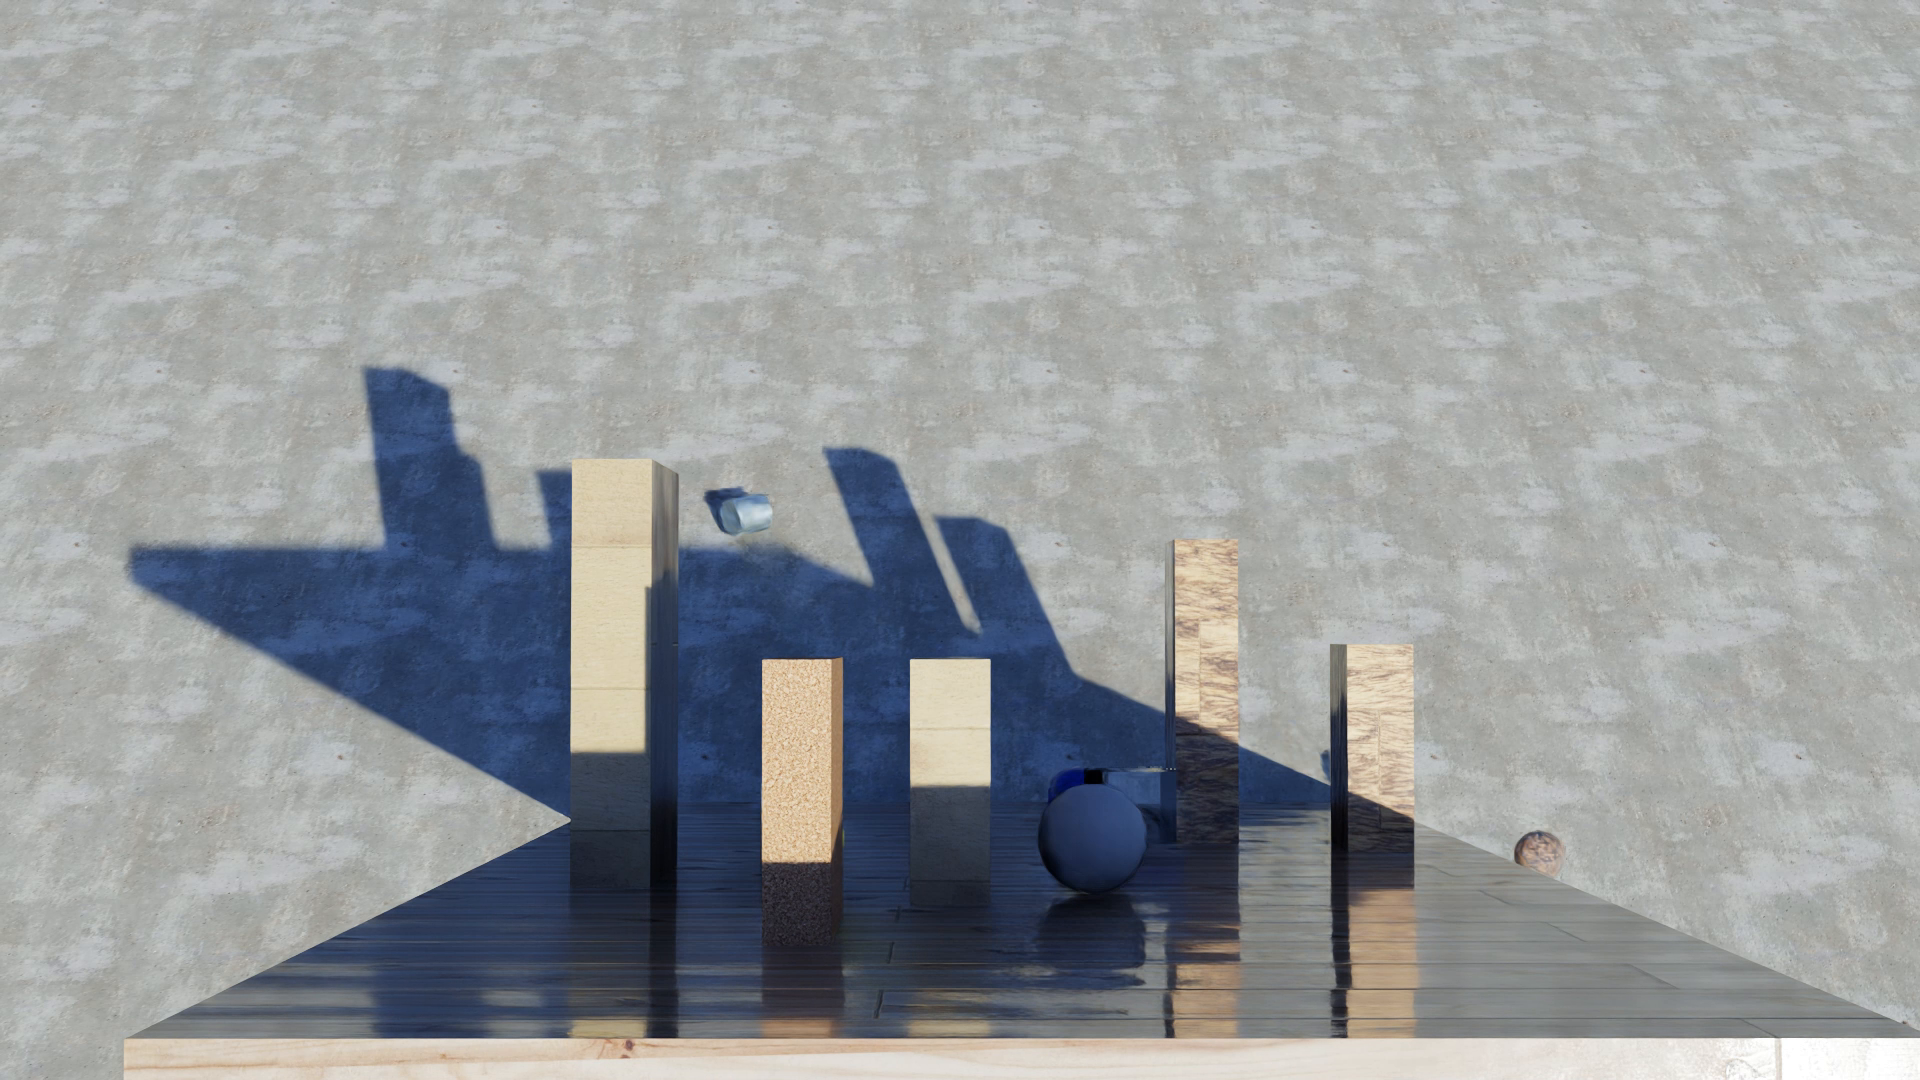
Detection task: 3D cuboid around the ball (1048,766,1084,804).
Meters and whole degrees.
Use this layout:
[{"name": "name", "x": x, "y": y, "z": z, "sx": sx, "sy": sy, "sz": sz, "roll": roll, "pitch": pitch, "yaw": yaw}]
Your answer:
[{"name": "ball", "x": 0.271, "y": 0.597, "z": 6.071, "sx": 0.134, "sy": 0.134, "sz": 0.134, "roll": 0, "pitch": 36, "yaw": 0}]

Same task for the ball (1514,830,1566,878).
[{"name": "ball", "x": 1.362, "y": 0.743, "z": 6.112, "sx": 0.119, "sy": 0.119, "sz": 0.119, "roll": 0, "pitch": 36, "yaw": 0}]

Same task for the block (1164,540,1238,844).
[{"name": "block", "x": 0.525, "y": 0.326, "z": 5.667, "sx": 0.134, "sy": 0.646, "sz": 0.274, "roll": 0, "pitch": -2, "yaw": 0}]

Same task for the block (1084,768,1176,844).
[{"name": "block", "x": 0.364, "y": 0.568, "z": 5.552, "sx": 0.154, "sy": 0.154, "sz": 0.154, "roll": 1, "pitch": -2, "yaw": -16}]

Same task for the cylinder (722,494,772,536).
[{"name": "cylinder", "x": -0.650, "y": -0.076, "z": 7.918, "sx": 0.114, "sy": 0.114, "sz": 0.114, "roll": -12, "pitch": 36, "yaw": -33}]

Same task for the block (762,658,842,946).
[{"name": "block", "x": -0.234, "y": 0.382, "z": 3.903, "sx": 0.099, "sy": 0.409, "sz": 0.365, "roll": 0, "pitch": -2, "yaw": 0}]

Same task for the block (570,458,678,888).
[{"name": "block", "x": -0.615, "y": 0.241, "z": 4.799, "sx": 0.141, "sy": 0.754, "sz": 0.440, "roll": 0, "pitch": -2, "yaw": 0}]

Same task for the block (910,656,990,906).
[{"name": "block", "x": -0.016, "y": 0.406, "z": 4.484, "sx": 0.132, "sy": 0.403, "sz": 0.423, "roll": 0, "pitch": -2, "yaw": 0}]

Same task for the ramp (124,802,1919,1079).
[{"name": "ramp", "x": 0.078, "y": 0.671, "z": 4.861, "sx": 2.000, "sy": 0.100, "sz": 4.000, "roll": 0, "pitch": -2, "yaw": 0}]

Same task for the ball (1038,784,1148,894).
[{"name": "ball", "x": 0.228, "y": 0.512, "z": 4.463, "sx": 0.188, "sy": 0.188, "sz": 0.188, "roll": 0, "pitch": 36, "yaw": 0}]

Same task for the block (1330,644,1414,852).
[{"name": "block", "x": 0.859, "y": 0.429, "z": 5.432, "sx": 0.135, "sy": 0.422, "sz": 0.249, "roll": 0, "pitch": -2, "yaw": 0}]

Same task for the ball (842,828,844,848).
[{"name": "ball", "x": -0.280, "y": 0.557, "z": 4.858, "sx": 0.128, "sy": 0.128, "sz": 0.128, "roll": 0, "pitch": 36, "yaw": 0}]
